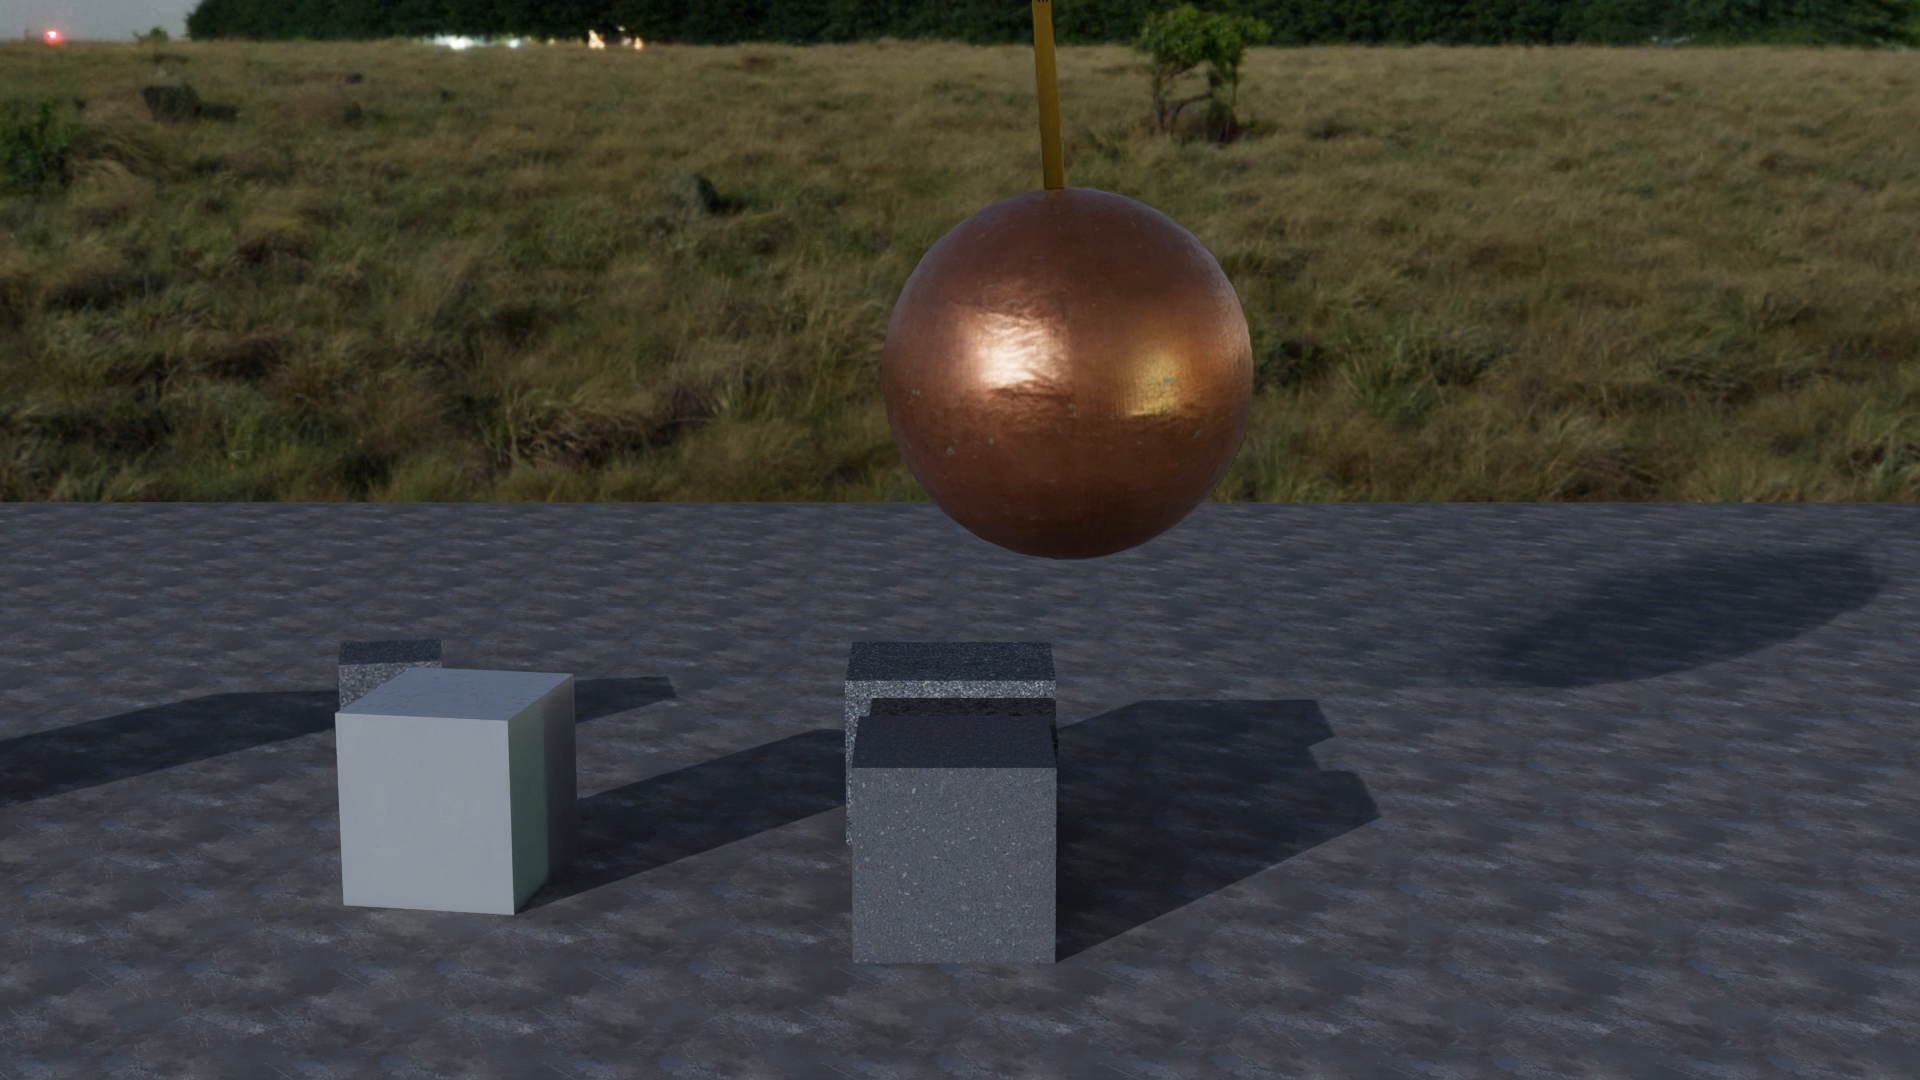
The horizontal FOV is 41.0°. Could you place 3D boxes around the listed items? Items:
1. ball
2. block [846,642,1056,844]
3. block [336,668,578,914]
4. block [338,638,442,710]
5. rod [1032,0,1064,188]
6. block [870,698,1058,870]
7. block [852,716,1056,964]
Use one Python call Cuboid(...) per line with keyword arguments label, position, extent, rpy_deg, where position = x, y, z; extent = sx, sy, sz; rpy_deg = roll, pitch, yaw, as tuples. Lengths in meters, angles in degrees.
Cuboid(label="ball", position=(0.462, -0.714, 11.051), extent=(1.600, 1.600, 1.600), rpy_deg=(0, 10, 0))
Cuboid(label="block", position=(-0.043, 0.951, 12.163), extent=(0.961, 0.776, 0.811), rpy_deg=(0, 10, 0))
Cuboid(label="block", position=(-2.187, 1.081, 11.255), extent=(0.763, 0.845, 0.867), rpy_deg=(2, 10, 10))
Cuboid(label="block", position=(-2.984, 0.840, 13.492), extent=(0.521, 0.519, 0.543), rpy_deg=(-2, 11, -11))
Cuboid(label="rod", position=(0.200, -4.049, 10.444), extent=(0.080, 5.200, 0.080), rpy_deg=(-4, 10, 1))
Cuboid(label="block", position=(0.008, 1.131, 11.395), extent=(0.821, 0.697, 0.761), rpy_deg=(0, 10, 0))
Cuboid(label="block", position=(-0.025, 1.221, 10.594), extent=(0.809, 0.807, 0.830), rpy_deg=(0, 10, 0))
